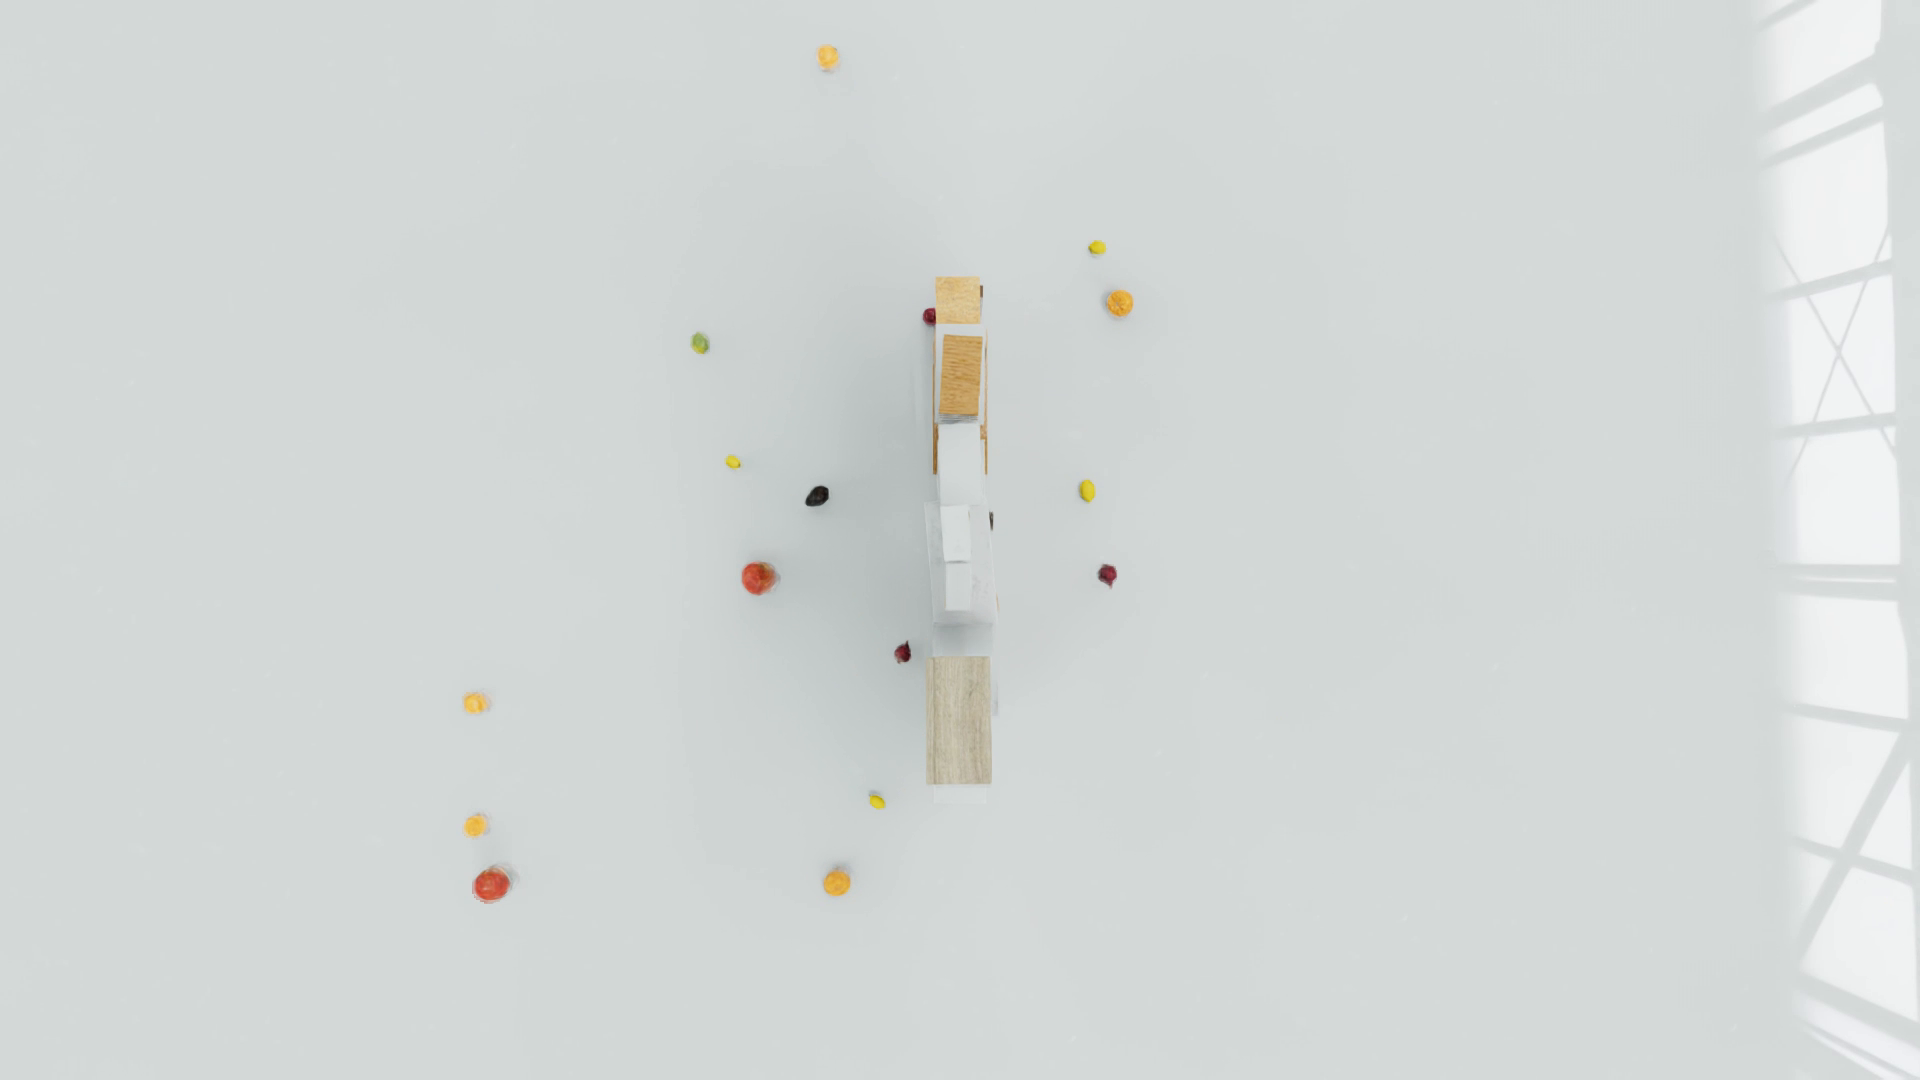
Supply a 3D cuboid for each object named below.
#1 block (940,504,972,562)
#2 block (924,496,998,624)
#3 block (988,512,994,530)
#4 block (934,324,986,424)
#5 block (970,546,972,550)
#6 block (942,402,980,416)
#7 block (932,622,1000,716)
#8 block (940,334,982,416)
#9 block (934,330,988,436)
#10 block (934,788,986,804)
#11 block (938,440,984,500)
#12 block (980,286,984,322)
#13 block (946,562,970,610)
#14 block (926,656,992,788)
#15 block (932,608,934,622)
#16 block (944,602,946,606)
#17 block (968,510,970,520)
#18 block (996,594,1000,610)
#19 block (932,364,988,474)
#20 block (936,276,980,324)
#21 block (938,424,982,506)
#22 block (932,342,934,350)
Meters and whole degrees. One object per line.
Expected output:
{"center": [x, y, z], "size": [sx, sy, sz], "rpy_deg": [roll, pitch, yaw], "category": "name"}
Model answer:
{"center": [-0.010, -0.017, 4.023], "size": [0.067, 0.019, 0.133], "rpy_deg": [-4, 90, 0], "category": "block"}
{"center": [0.003, 0.058, 4.189], "size": [0.161, 0.046, 0.322], "rpy_deg": [-5, 90, 0], "category": "block"}
{"center": [0.005, -0.049, 4.373], "size": [0.161, 0.322, 0.046], "rpy_deg": [1, 90, 0], "category": "block"}
{"center": [0.000, -0.423, 4.216], "size": [0.126, 0.036, 0.253], "rpy_deg": [1, 90, 0], "category": "block"}
{"center": [-0.005, 0.028, 4.099], "size": [0.067, 0.133, 0.019], "rpy_deg": [-7, 90, 0], "category": "block"}
{"center": [0.000, -0.333, 4.103], "size": [0.095, 0.190, 0.027], "rpy_deg": [2, 88, 0], "category": "block"}
{"center": [0.010, 0.314, 4.045], "size": [0.153, 0.305, 0.043], "rpy_deg": [1, 125, -3], "category": "block"}
{"center": [0.002, -0.399, 3.994], "size": [0.095, 0.027, 0.190], "rpy_deg": [3, 90, 0], "category": "block"}
{"center": [0.002, -0.428, 4.507], "size": [0.145, 0.041, 0.290], "rpy_deg": [0, 90, 0], "category": "block"}
{"center": [0.001, 0.615, 4.843], "size": [0.155, 0.044, 0.311], "rpy_deg": [0, 90, 0], "category": "block"}
{"center": [0.003, -0.146, 4.553], "size": [0.131, 0.037, 0.261], "rpy_deg": [0, 90, 0], "category": "block"}
{"center": [0.003, -0.729, 5.177], "size": [0.130, 0.646, 0.037], "rpy_deg": [0, 90, 0], "category": "block"}
{"center": [-0.004, 0.115, 4.043], "size": [0.058, 0.016, 0.115], "rpy_deg": [2, 90, 0], "category": "block"}
{"center": [-0.004, 0.426, 3.861], "size": [0.153, 0.043, 0.305], "rpy_deg": [-1, 70, 0], "category": "block"}
{"center": [-0.003, 0.117, 5.150], "size": [0.163, 0.046, 0.327], "rpy_deg": [0, 90, 0], "category": "block"}
{"center": [-0.008, 0.153, 4.108], "size": [0.058, 0.115, 0.016], "rpy_deg": [2, 90, 0], "category": "block"}
{"center": [-0.009, -0.060, 4.099], "size": [0.067, 0.133, 0.019], "rpy_deg": [-5, 90, 0], "category": "block"}
{"center": [0.018, 0.166, 4.388], "size": [0.161, 0.351, 0.046], "rpy_deg": [-10, 91, 0], "category": "block"}
{"center": [0.001, -0.375, 5.138], "size": [0.169, 0.048, 0.338], "rpy_deg": [0, 90, 0], "category": "block"}
{"center": [-0.005, -0.640, 4.836], "size": [0.130, 0.037, 0.259], "rpy_deg": [-1, 90, 0], "category": "block"}
{"center": [0.000, -0.186, 4.108], "size": [0.102, 0.029, 0.203], "rpy_deg": [-2, 90, 0], "category": "block"}
{"center": [-0.002, -0.523, 4.672], "size": [0.145, 0.290, 0.041], "rpy_deg": [-2, 90, 0], "category": "block"}
